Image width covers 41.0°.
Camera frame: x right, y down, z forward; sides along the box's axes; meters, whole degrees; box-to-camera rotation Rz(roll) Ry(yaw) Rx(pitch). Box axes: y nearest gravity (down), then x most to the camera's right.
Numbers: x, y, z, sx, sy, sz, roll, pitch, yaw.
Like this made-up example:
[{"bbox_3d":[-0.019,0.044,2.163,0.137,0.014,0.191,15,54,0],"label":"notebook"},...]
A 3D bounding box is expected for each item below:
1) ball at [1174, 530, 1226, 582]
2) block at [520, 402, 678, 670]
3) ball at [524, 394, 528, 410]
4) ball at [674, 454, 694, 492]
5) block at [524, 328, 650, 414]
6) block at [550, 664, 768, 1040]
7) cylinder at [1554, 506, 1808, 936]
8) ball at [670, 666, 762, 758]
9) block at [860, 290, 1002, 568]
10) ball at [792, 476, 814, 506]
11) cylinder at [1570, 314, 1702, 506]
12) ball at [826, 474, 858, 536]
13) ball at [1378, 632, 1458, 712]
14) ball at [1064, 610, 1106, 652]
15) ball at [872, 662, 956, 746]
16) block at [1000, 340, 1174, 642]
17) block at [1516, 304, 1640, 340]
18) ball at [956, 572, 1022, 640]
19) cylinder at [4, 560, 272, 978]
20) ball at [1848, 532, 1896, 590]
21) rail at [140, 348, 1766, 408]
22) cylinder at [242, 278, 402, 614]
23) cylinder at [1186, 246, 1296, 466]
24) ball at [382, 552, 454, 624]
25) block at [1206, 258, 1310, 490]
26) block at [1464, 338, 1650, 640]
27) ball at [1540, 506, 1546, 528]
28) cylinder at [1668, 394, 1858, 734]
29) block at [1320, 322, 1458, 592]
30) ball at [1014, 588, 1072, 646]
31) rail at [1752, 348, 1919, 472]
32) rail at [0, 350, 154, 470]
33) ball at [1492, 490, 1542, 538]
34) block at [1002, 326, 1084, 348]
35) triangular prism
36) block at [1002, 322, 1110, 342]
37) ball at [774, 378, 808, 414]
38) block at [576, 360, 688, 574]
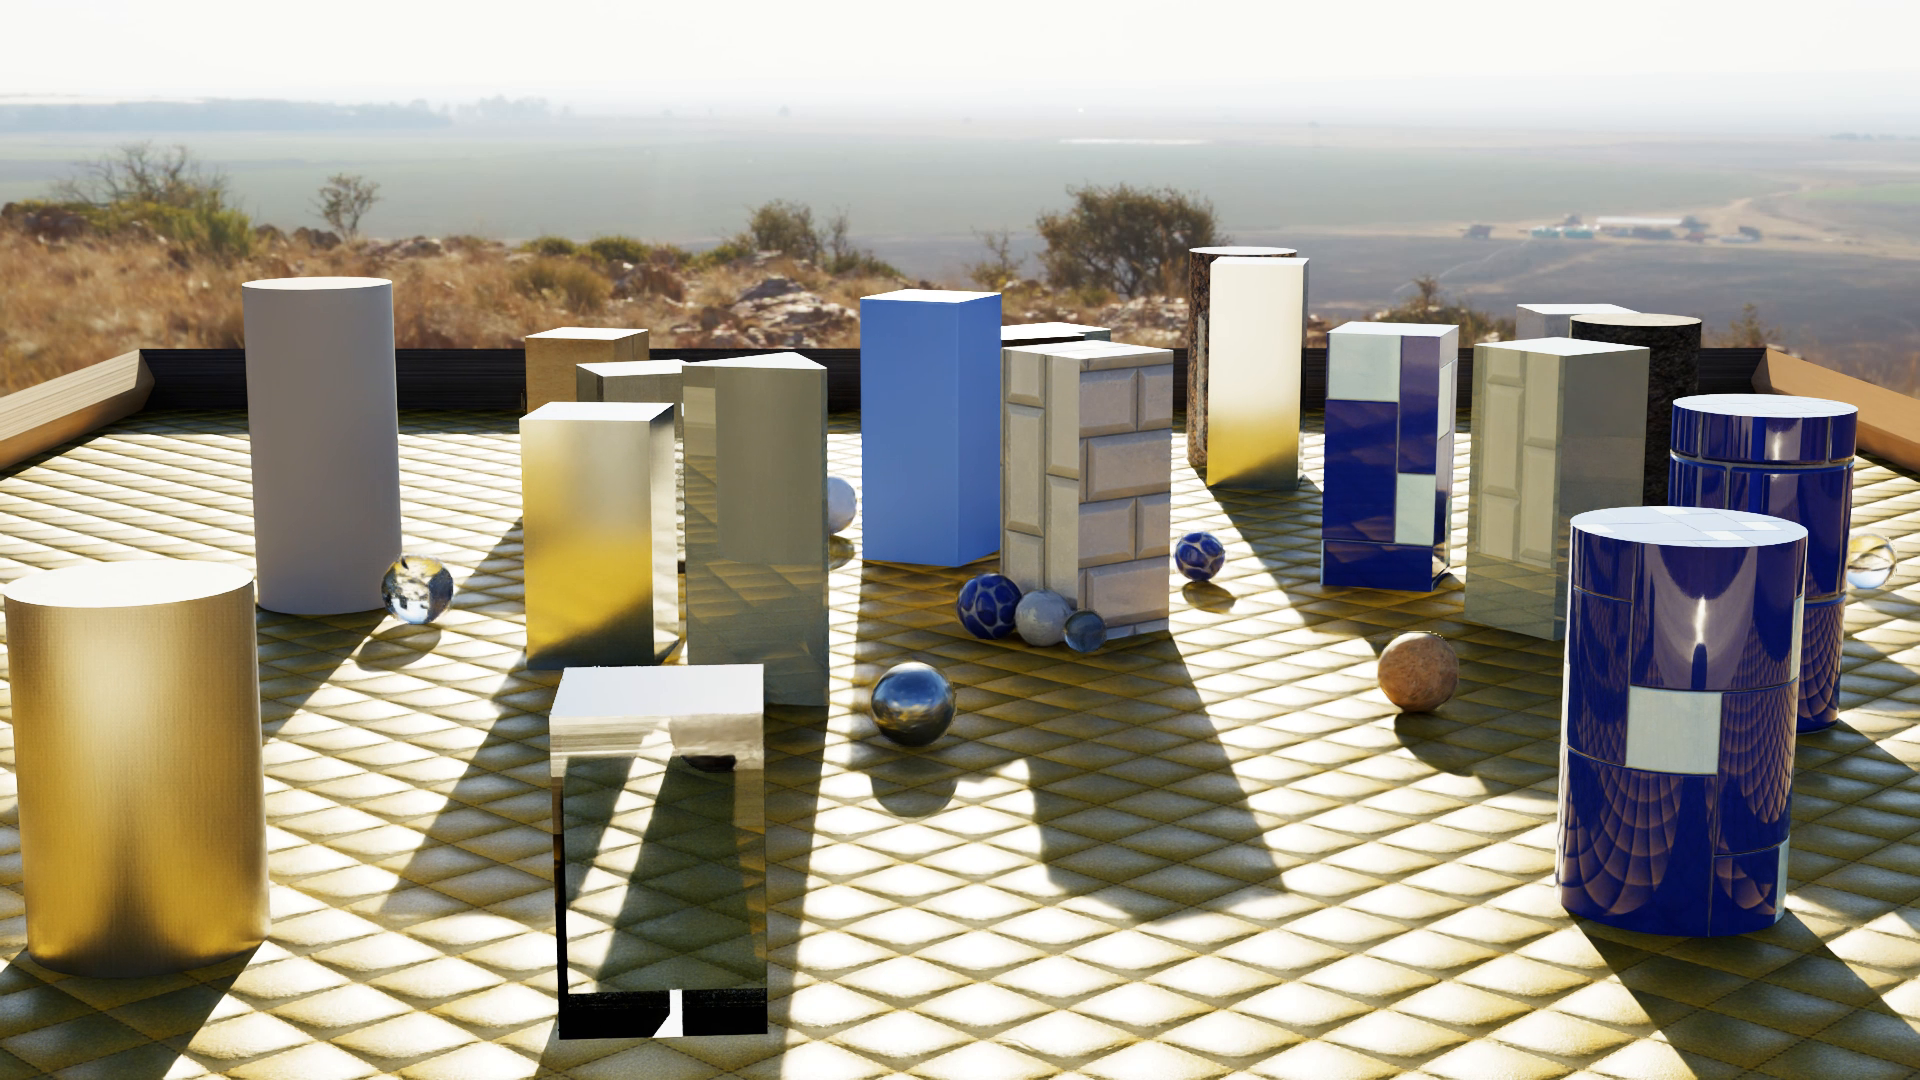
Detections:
[{"bbox_3d":[0.341,0.023,3.657,0.073,0.073,0.073,0,10,0],"label":"ball"},{"bbox_3d":[-0.443,-0.007,3.173,0.157,0.308,0.157,1,11,4],"label":"block"},{"bbox_3d":[-0.900,-0.296,5.440,0.052,0.052,0.052,0,10,0],"label":"ball"},{"bbox_3d":[-0.493,-0.116,4.429,0.067,0.067,0.067,0,10,0],"label":"ball"},{"bbox_3d":[-0.625,-0.209,4.334,0.157,0.282,0.157,3,11,14],"label":"block"},{"bbox_3d":[-0.231,0.239,2.001,0.157,0.252,0.157,-1,11,-4],"label":"block"},{"bbox_3d":[0.626,0.153,2.236,0.197,0.336,0.197,0,10,0],"label":"cylinder"},{"bbox_3d":[-0.259,0.182,2.729,0.098,0.098,0.098,0,10,0],"label":"ball"},{"bbox_3d":[-0.042,-0.170,3.834,0.157,0.389,0.157,5,11,24],"label":"block"},{"bbox_3d":[-0.242,-0.074,4.200,0.066,0.066,0.066,0,10,0],"label":"ball"},{"bbox_3d":[1.042,-0.174,3.988,0.197,0.339,0.197,0,10,0],"label":"cylinder"},{"bbox_3d":[-0.208,-0.055,4.016,0.097,0.097,0.097,0,10,0],"label":"ball"},{"bbox_3d":[0.521,0.151,2.921,0.091,0.091,0.091,0,10,0],"label":"ball"},{"bbox_3d":[0.157,0.115,3.218,0.053,0.053,0.053,0,10,0],"label":"ball"},{"bbox_3d":[-0.050,0.178,2.774,0.091,0.091,0.091,0,10,0],"label":"ball"},{"bbox_3d":[0.163,-0.066,3.336,0.157,0.365,0.157,-8,13,-37],"label":"block"},{"bbox_3d":[1.009,-0.213,4.219,0.157,0.334,0.157,-1,11,-4],"label":"block"},{"bbox_3d":[0.038,0.084,3.293,0.085,0.085,0.085,0,10,0],"label":"ball"},{"bbox_3d":[-0.684,0.186,2.141,0.197,0.306,0.197,0,10,0],"label":"cylinder"},{"bbox_3d":[1.273,0.030,3.605,0.079,0.079,0.079,0,10,0],"label":"ball"},{"bbox_3d":[-0.012,-0.342,5.471,3.482,0.128,0.045,0,10,0],"label":"rail"},{"bbox_3d":[-0.867,-0.132,3.500,0.197,0.436,0.197,0,10,0],"label":"cylinder"},{"bbox_3d":[0.521,-0.341,4.756,0.197,0.389,0.197,0,10,0],"label":"cylinder"},{"bbox_3d":[-0.714,0.064,3.382,0.094,0.094,0.094,0,10,0],"label":"ball"},{"bbox_3d":[0.524,-0.294,4.504,0.157,0.389,0.157,2,11,11],"label":"block"},{"bbox_3d":[0.780,-0.071,3.359,0.157,0.367,0.157,-7,13,-34],"label":"block"},{"bbox_3d":[0.905,-0.039,4.063,0.047,0.047,0.047,0,10,0],"label":"ball"},{"bbox_3d":[0.895,0.024,2.885,0.197,0.353,0.197,0,10,0],"label":"cylinder"},{"bbox_3d":[0.612,-0.122,3.655,0.157,0.359,0.157,4,11,19],"label":"block"},{"bbox_3d":[0.105,0.098,3.251,0.074,0.074,0.074,0,10,0],"label":"ball"},{"bbox_3d":[1.717,0.031,3.459,0.045,0.128,4.160,0,10,0],"label":"rail"},{"bbox_3d":[-1.717,0.035,3.439,0.045,0.128,4.160,0,10,0],"label":"rail"},{"bbox_3d":[0.868,-0.040,3.992,0.076,0.076,0.076,0,10,0],"label":"ball"},{"bbox_3d":[0.108,-0.227,4.468,0.157,0.269,0.157,-5,12,-27],"label":"block"},{"bbox_3d":[-0.218,-0.018,3.008,0.170,0.390,0.148,2,11,13],"label":"triangular prism"},{"bbox_3d":[0.166,-0.265,4.726,0.157,0.250,0.157,-8,13,-36],"label":"block"},{"bbox_3d":[-0.359,-0.304,5.424,0.073,0.073,0.073,0,10,0],"label":"ball"},{"bbox_3d":[-0.461,-0.106,3.753,0.157,0.293,0.157,-4,11,-22],"label":"block"}]
